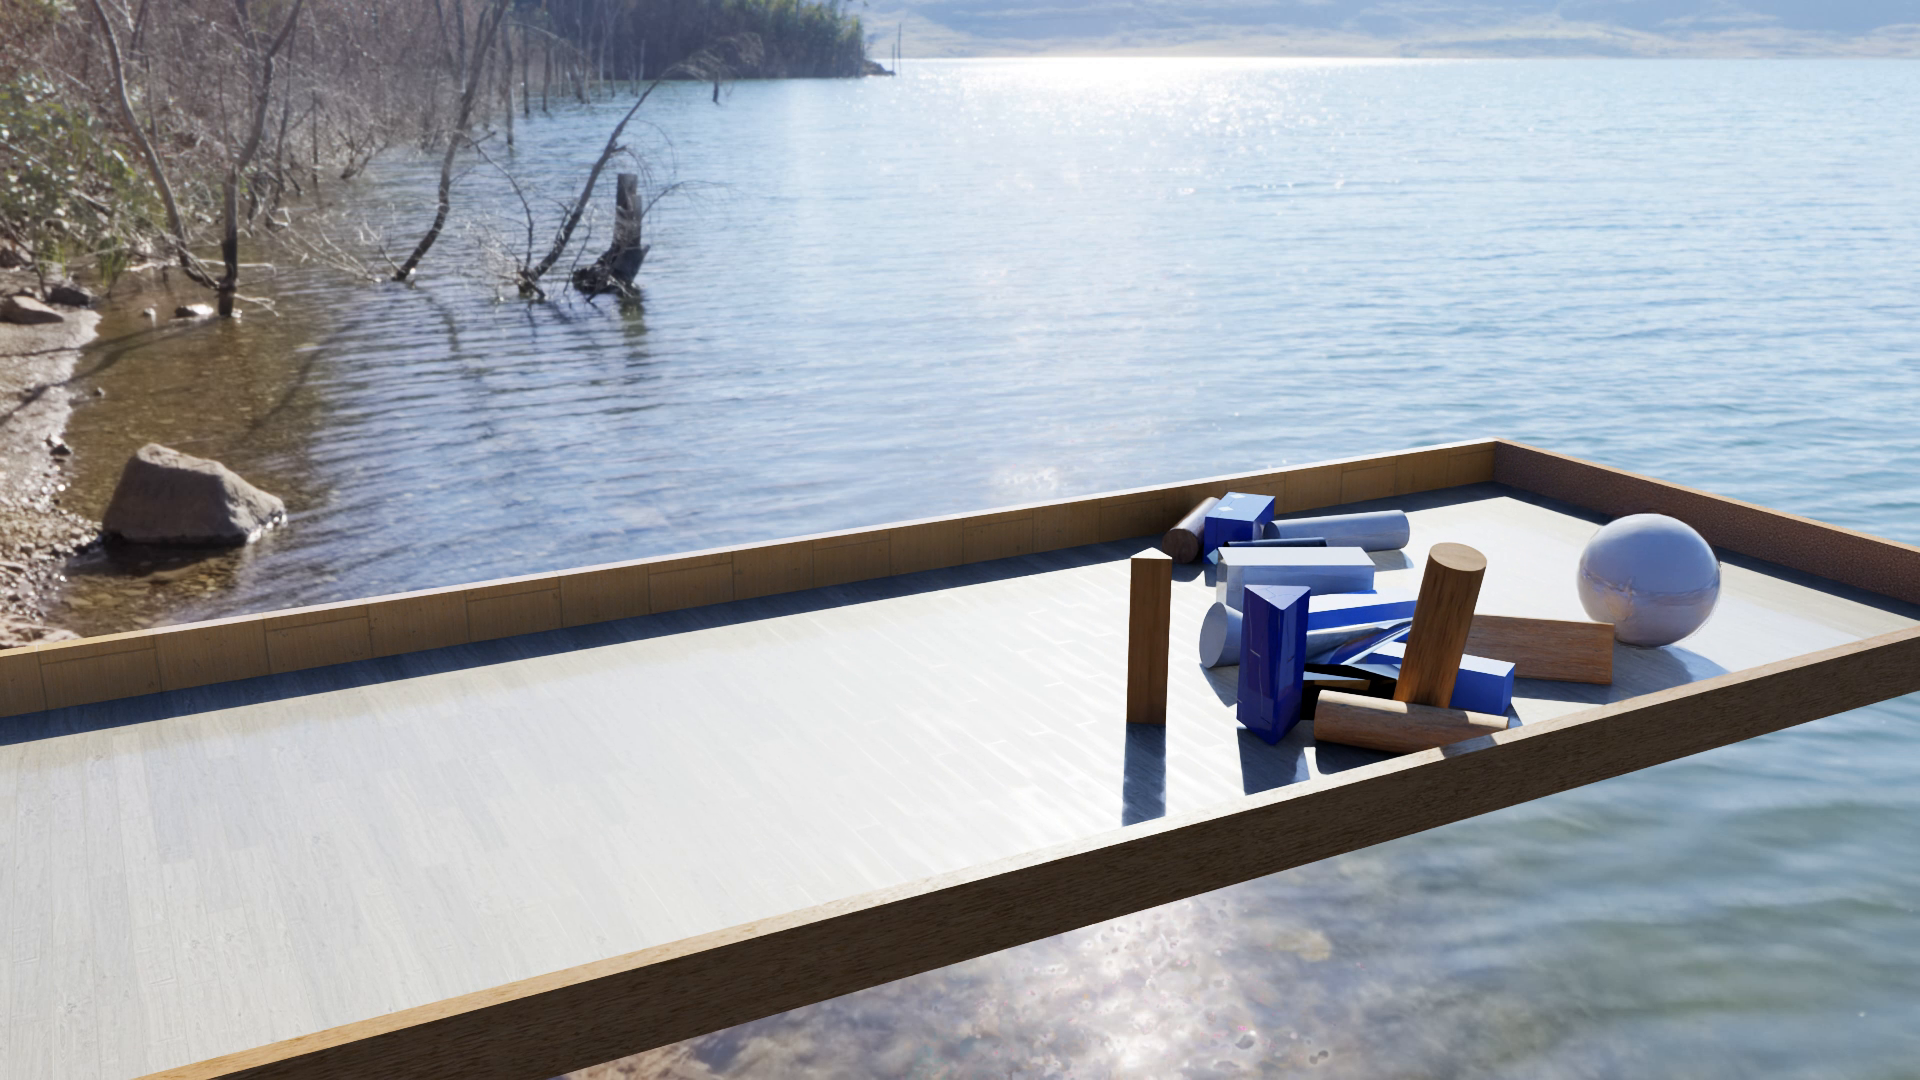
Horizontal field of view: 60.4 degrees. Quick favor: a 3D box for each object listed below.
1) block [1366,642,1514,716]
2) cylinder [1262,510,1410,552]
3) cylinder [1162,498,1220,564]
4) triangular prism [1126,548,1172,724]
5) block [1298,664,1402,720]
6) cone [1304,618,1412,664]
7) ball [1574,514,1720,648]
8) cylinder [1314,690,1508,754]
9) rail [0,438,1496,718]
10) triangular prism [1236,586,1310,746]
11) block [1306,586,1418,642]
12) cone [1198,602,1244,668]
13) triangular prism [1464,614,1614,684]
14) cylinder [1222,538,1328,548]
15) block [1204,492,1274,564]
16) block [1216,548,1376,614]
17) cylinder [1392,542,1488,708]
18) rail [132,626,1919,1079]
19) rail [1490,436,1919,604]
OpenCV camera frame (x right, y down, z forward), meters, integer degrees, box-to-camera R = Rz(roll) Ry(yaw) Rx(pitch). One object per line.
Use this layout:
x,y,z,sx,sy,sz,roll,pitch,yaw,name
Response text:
1.173,0.334,4.040,0.332,0.100,0.100,10,19,30,block
1.182,-0.014,5.181,0.450,0.125,0.125,-5,17,-16,cylinder
0.754,-0.033,5.261,0.116,0.116,0.400,7,18,22,cylinder
0.443,0.225,3.867,0.093,0.407,0.080,2,16,7,triangular prism
0.917,0.363,3.938,0.441,0.102,0.102,0,16,0,block
0.994,0.243,4.048,0.376,0.151,0.151,-19,15,6,cone
1.815,0.107,4.361,0.355,0.355,0.355,0,16,0,ball
1.011,0.425,3.705,0.408,0.116,0.116,7,18,23,cylinder
-3.305,0.497,3.399,12.000,0.150,0.050,-9,18,-27,rail
0.701,0.275,3.783,0.126,0.342,0.145,15,27,32,triangular prism
1.028,0.216,4.420,0.430,0.113,0.113,-5,17,-18,block
0.809,0.275,4.269,0.336,0.172,0.172,11,14,-13,cone
1.444,0.261,4.218,0.415,0.133,0.154,4,16,13,triangular prism
0.955,0.049,5.004,0.300,0.104,0.104,-2,17,-8,cylinder
0.883,-0.035,5.207,0.150,0.150,0.316,7,18,21,block
0.936,0.126,4.626,0.405,0.169,0.169,0,16,0,block
1.074,0.233,3.722,0.125,0.456,0.125,4,30,-2,cylinder
-2.336,1.006,1.665,12.000,0.150,0.050,-9,18,-27,rail
2.466,-0.048,5.253,0.050,0.150,2.100,-9,18,-27,rail
